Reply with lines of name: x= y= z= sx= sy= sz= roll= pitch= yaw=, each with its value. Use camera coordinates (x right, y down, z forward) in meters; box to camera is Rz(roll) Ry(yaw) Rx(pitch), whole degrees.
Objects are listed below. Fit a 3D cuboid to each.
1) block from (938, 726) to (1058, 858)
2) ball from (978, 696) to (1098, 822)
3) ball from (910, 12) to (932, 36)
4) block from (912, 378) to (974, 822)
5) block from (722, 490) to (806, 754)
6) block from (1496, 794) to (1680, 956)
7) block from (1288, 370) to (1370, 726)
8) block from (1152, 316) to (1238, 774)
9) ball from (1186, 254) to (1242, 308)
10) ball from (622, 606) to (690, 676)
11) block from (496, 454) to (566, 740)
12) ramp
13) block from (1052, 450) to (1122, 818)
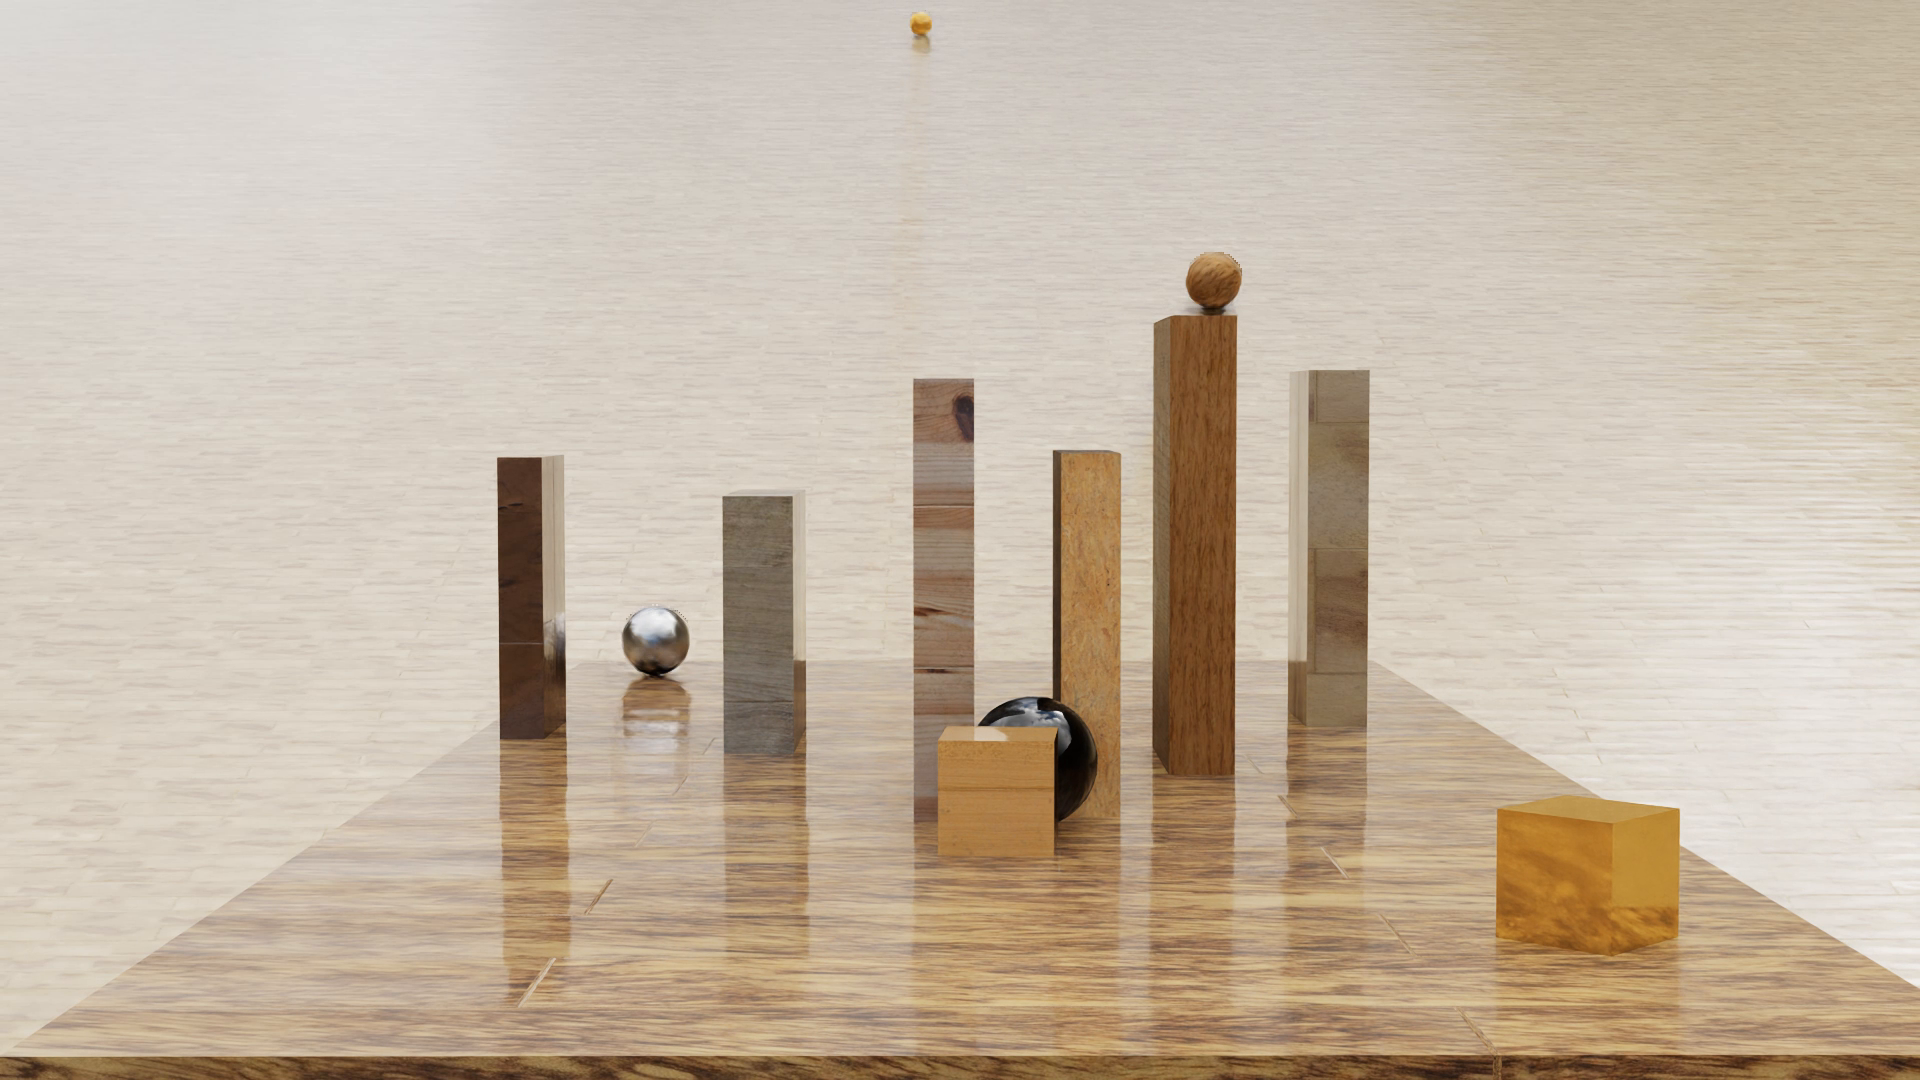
block: x=0.057 y=0.364 z=3.738 sx=0.165 sy=0.165 sz=0.165 roll=0 pitch=3 yaw=4
ball: x=0.110 y=0.337 z=3.918 sx=0.200 sy=0.200 sz=0.200 roll=0 pitch=22 yaw=0
ball: x=-0.225 y=-2.978 z=14.841 sx=0.131 sy=0.131 sz=0.131 roll=0 pitch=22 yaw=0
block: x=-0.025 y=0.083 z=4.160 sx=0.094 sy=0.683 sz=0.414 roll=0 pitch=3 yaw=0
block: x=-0.373 y=0.147 z=4.939 sx=0.130 sy=0.477 sz=0.395 roll=0 pitch=3 yaw=0
block: x=0.756 y=0.401 z=3.096 sx=0.156 sy=0.156 sz=0.156 roll=3 pitch=4 yaw=44
block: x=0.754 y=0.011 z=5.277 sx=0.122 sy=0.713 sz=0.289 roll=0 pitch=3 yaw=0
block: x=0.421 y=0.001 z=4.646 sx=0.115 sy=0.797 sz=0.378 roll=0 pitch=3 yaw=0
ball: x=0.958 y=-0.979 z=9.720 sx=0.209 sy=0.209 sz=0.209 roll=0 pitch=22 yaw=0
ball: x=-0.729 y=0.242 z=6.159 sx=0.164 sy=0.164 sz=0.164 roll=0 pitch=22 yaw=0
block: x=-0.846 y=0.106 z=5.092 sx=0.086 sy=0.544 sz=0.283 roll=0 pitch=3 yaw=0
ramp: x=0.050 y=0.456 z=4.533 sx=2.000 sy=0.100 sz=4.000 roll=0 pitch=3 yaw=0
block: x=0.203 y=0.140 z=4.172 sx=0.093 sy=0.568 sz=0.349 roll=0 pitch=3 yaw=0
